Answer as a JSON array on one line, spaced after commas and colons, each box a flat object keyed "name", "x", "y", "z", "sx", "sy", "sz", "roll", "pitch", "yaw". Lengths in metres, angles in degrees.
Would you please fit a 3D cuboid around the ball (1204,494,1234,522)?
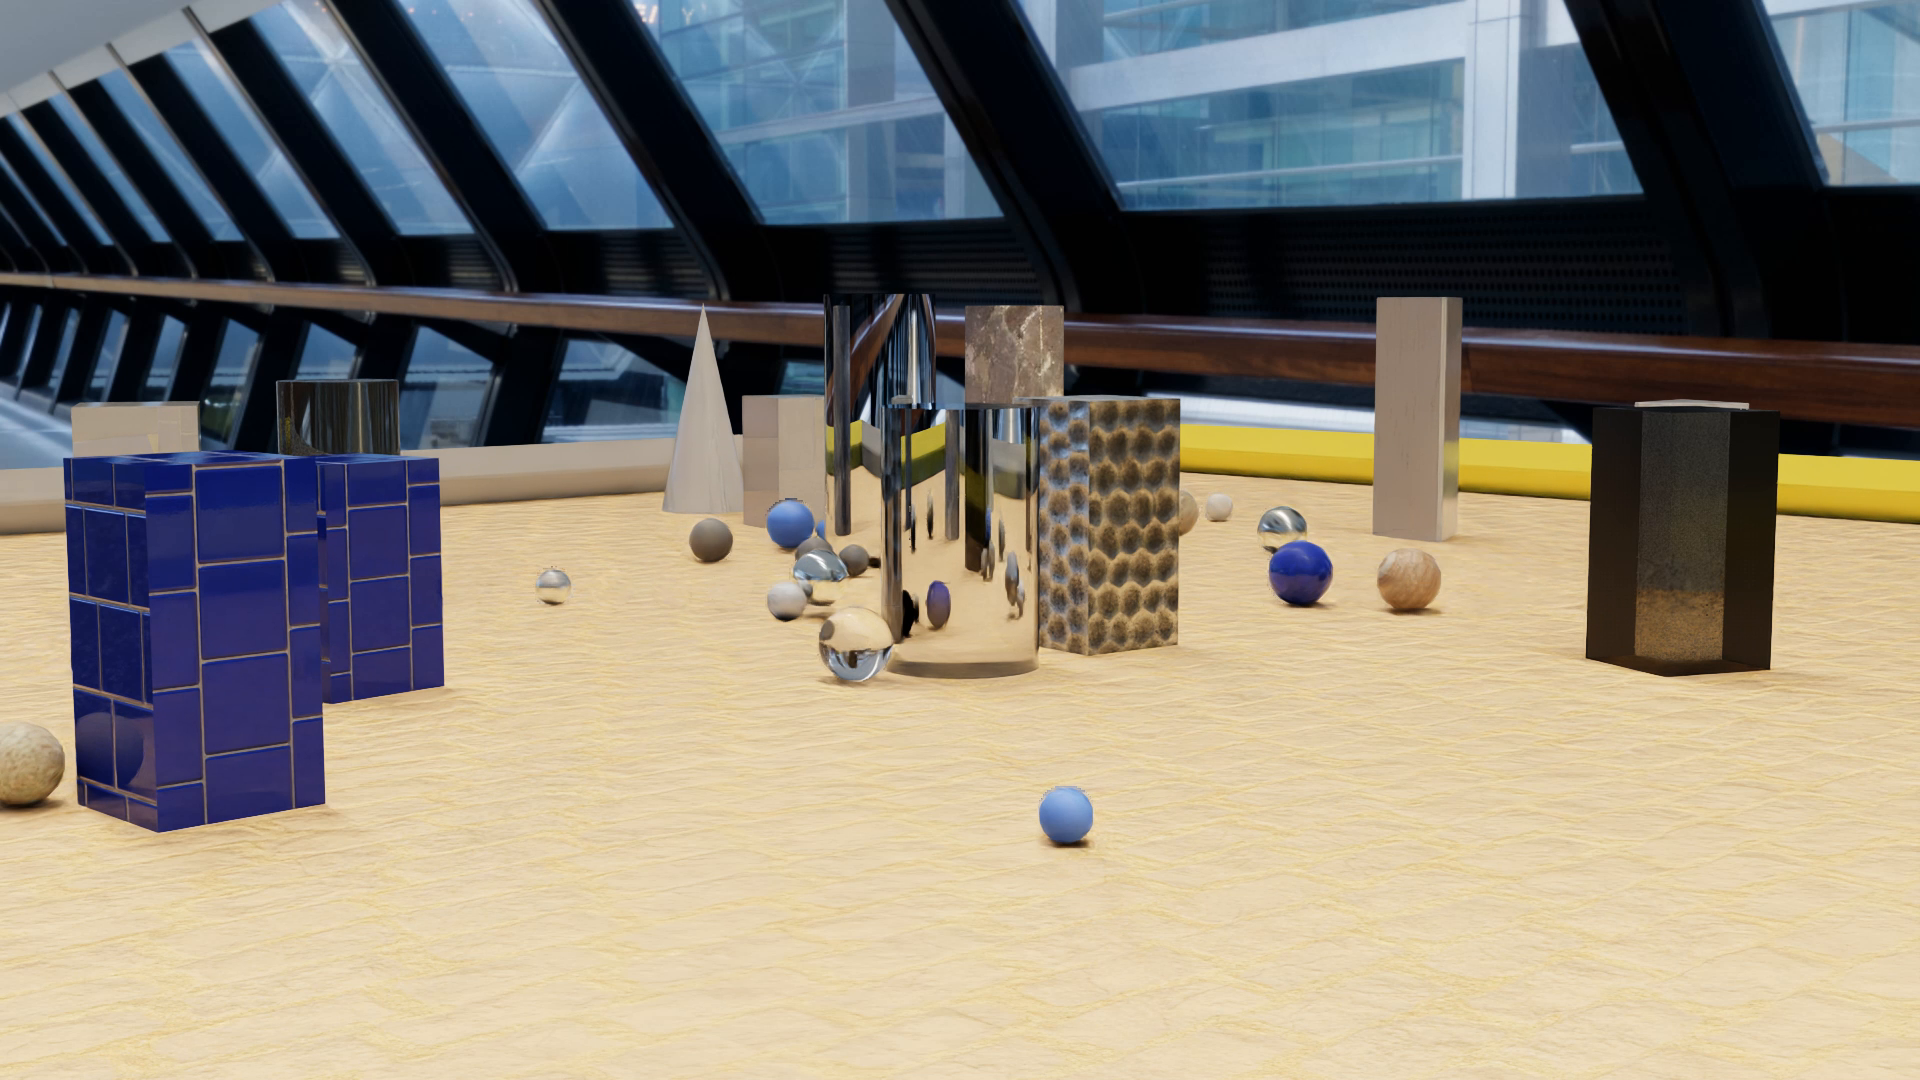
[{"name": "ball", "x": 0.549, "y": -0.070, "z": 4.662, "sx": 0.060, "sy": 0.060, "sz": 0.060, "roll": 0, "pitch": 6, "yaw": 0}]

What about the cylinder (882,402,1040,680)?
[{"name": "cylinder", "x": 0.000, "y": -0.004, "z": 2.746, "sx": 0.198, "sy": 0.327, "sz": 0.198, "roll": 0, "pitch": 6, "yaw": 0}]

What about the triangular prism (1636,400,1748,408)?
[{"name": "triangular prism", "x": 1.191, "y": -0.080, "z": 3.616, "sx": 0.171, "sy": 0.297, "sz": 0.148, "roll": 1, "pitch": 6, "yaw": 13}]

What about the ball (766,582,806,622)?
[{"name": "ball", "x": -0.249, "y": 0.088, "z": 3.159, "sx": 0.057, "sy": 0.057, "sz": 0.057, "roll": 0, "pitch": 6, "yaw": 0}]

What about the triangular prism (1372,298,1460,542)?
[{"name": "triangular prism", "x": 0.931, "y": -0.241, "z": 4.325, "sx": 0.148, "sy": 0.470, "sz": 0.171, "roll": -5, "pitch": 7, "yaw": -37}]

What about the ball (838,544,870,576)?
[{"name": "ball", "x": -0.179, "y": 0.034, "z": 3.687, "sx": 0.053, "sy": 0.053, "sz": 0.053, "roll": 0, "pitch": 6, "yaw": 0}]

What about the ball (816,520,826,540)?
[{"name": "ball", "x": -0.259, "y": -0.019, "z": 4.265, "sx": 0.042, "sy": 0.042, "sz": 0.042, "roll": 0, "pitch": 6, "yaw": 0}]

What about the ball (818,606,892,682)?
[{"name": "ball", "x": -0.126, "y": 0.125, "z": 2.650, "sx": 0.090, "sy": 0.090, "sz": 0.090, "roll": 0, "pitch": 6, "yaw": 0}]

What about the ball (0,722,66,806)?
[{"name": "ball", "x": -0.846, "y": 0.202, "z": 1.981, "sx": 0.075, "sy": 0.075, "sz": 0.075, "roll": 0, "pitch": 6, "yaw": 0}]

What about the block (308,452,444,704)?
[{"name": "block", "x": -0.725, "y": 0.040, "z": 2.591, "sx": 0.158, "sy": 0.271, "sz": 0.158, "roll": 5, "pitch": 8, "yaw": 39}]

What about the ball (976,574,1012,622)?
[{"name": "ball", "x": 0.056, "y": 0.083, "z": 3.157, "sx": 0.068, "sy": 0.068, "sz": 0.068, "roll": 0, "pitch": 6, "yaw": 0}]

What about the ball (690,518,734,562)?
[{"name": "ball", "x": -0.441, "y": 0.001, "z": 3.902, "sx": 0.077, "sy": 0.077, "sz": 0.077, "roll": 0, "pitch": 6, "yaw": 0}]

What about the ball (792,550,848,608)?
[{"name": "ball", "x": -0.204, "y": 0.056, "z": 3.203, "sx": 0.084, "sy": 0.084, "sz": 0.084, "roll": 0, "pitch": 6, "yaw": 0}]

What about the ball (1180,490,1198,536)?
[{"name": "ball", "x": 0.422, "y": -0.053, "z": 4.329, "sx": 0.096, "sy": 0.096, "sz": 0.096, "roll": 0, "pitch": 6, "yaw": 0}]

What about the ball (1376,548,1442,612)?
[{"name": "ball", "x": 0.666, "y": 0.058, "z": 3.265, "sx": 0.095, "sy": 0.095, "sz": 0.095, "roll": 0, "pitch": 6, "yaw": 0}]

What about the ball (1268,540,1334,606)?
[{"name": "ball", "x": 0.516, "y": 0.050, "z": 3.331, "sx": 0.098, "sy": 0.098, "sz": 0.098, "roll": 0, "pitch": 6, "yaw": 0}]

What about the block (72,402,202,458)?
[{"name": "block", "x": -1.128, "y": -0.029, "z": 3.033, "sx": 0.158, "sy": 0.317, "sz": 0.158, "roll": -2, "pitch": 6, "yaw": -18}]

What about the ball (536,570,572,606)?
[{"name": "ball", "x": -0.615, "y": 0.072, "z": 3.329, "sx": 0.055, "sy": 0.055, "sz": 0.055, "roll": 0, "pitch": 6, "yaw": 0}]

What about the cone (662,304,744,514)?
[{"name": "cone", "x": -0.570, "y": -0.297, "z": 4.904, "sx": 0.198, "sy": 0.461, "sz": 0.198, "roll": 0, "pitch": 6, "yaw": 0}]

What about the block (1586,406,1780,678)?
[{"name": "block", "x": 0.906, "y": -0.003, "z": 2.763, "sx": 0.158, "sy": 0.322, "sz": 0.158, "roll": -2, "pitch": 6, "yaw": -20}]

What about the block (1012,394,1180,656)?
[{"name": "block", "x": 0.181, "y": -0.025, "z": 2.937, "sx": 0.158, "sy": 0.329, "sz": 0.158, "roll": -5, "pitch": 7, "yaw": -37}]

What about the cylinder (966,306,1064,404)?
[{"name": "cylinder", "x": 0.109, "y": -0.241, "z": 4.405, "sx": 0.198, "sy": 0.454, "sz": 0.198, "roll": 0, "pitch": 6, "yaw": 0}]

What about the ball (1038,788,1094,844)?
[{"name": "ball", "x": 0.089, "y": 0.231, "z": 1.843, "sx": 0.046, "sy": 0.046, "sz": 0.046, "roll": 0, "pitch": 6, "yaw": 0}]

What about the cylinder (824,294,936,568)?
[{"name": "cylinder", "x": -0.141, "y": -0.198, "z": 3.900, "sx": 0.198, "sy": 0.474, "sz": 0.198, "roll": 0, "pitch": 6, "yaw": 0}]

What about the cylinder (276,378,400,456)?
[{"name": "cylinder", "x": -1.040, "y": -0.104, "z": 3.693, "sx": 0.198, "sy": 0.328, "sz": 0.198, "roll": 0, "pitch": 6, "yaw": 0}]

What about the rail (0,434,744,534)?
[{"name": "rail", "x": -1.379, "y": -0.122, "z": 4.818, "sx": 4.714, "sy": 0.128, "sz": 0.045, "roll": -5, "pitch": 8, "yaw": -42}]

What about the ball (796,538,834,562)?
[{"name": "ball", "x": -0.244, "y": 0.028, "z": 3.700, "sx": 0.065, "sy": 0.065, "sz": 0.065, "roll": 0, "pitch": 6, "yaw": 0}]

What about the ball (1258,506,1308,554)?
[{"name": "ball", "x": 0.586, "y": -0.016, "z": 3.998, "sx": 0.091, "sy": 0.091, "sz": 0.091, "roll": 0, "pitch": 6, "yaw": 0}]

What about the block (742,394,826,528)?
[{"name": "block", "x": -0.342, "y": -0.163, "z": 4.549, "sx": 0.158, "sy": 0.269, "sz": 0.158, "roll": -4, "pitch": 7, "yaw": -33}]

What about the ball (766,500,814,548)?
[{"name": "ball", "x": -0.318, "y": -0.029, "z": 4.130, "sx": 0.089, "sy": 0.089, "sz": 0.089, "roll": 0, "pitch": 6, "yaw": 0}]

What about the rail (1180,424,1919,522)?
[{"name": "rail", "x": 1.715, "y": -0.131, "z": 4.906, "sx": 0.045, "sy": 0.128, "sz": 4.113, "roll": -5, "pitch": 8, "yaw": -42}]

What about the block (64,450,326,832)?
[{"name": "block", "x": -0.687, "y": 0.083, "z": 1.975, "sx": 0.158, "sy": 0.314, "sz": 0.158, "roll": 6, "pitch": 8, "yaw": 44}]
